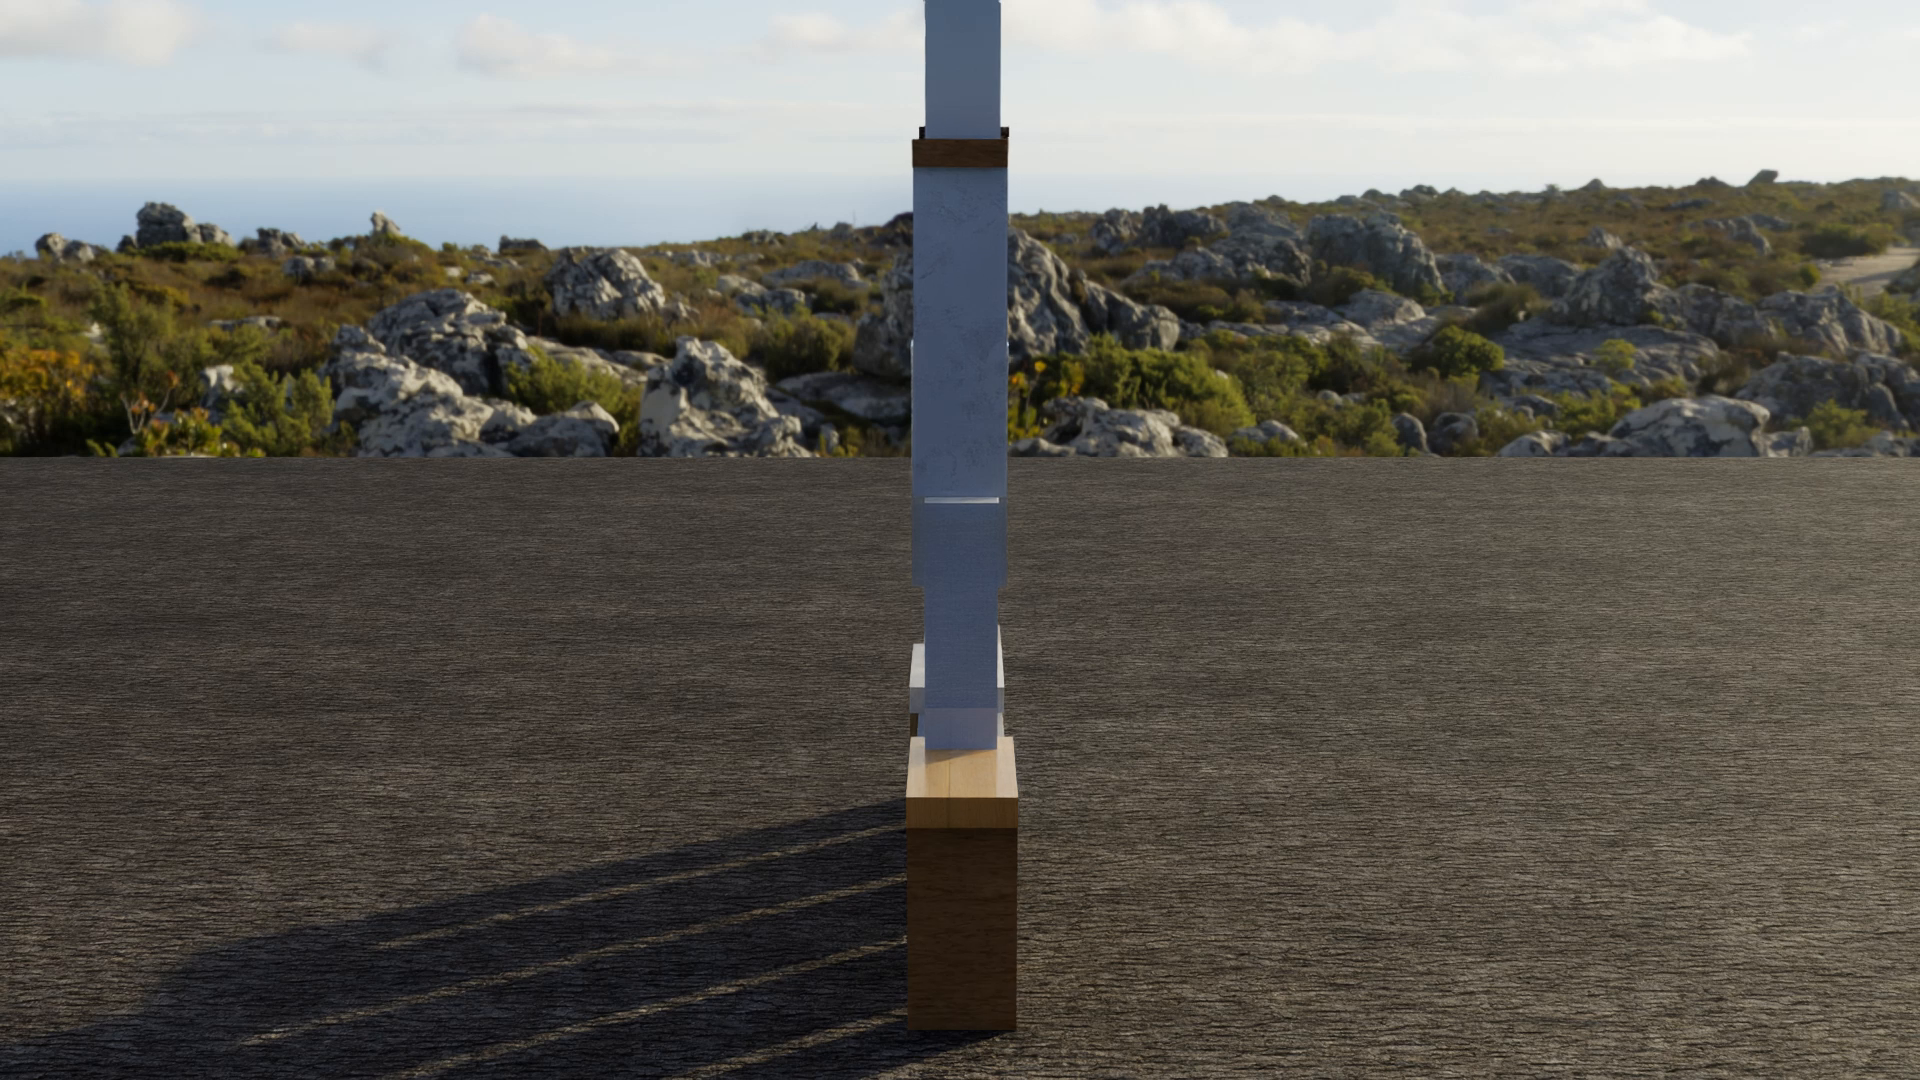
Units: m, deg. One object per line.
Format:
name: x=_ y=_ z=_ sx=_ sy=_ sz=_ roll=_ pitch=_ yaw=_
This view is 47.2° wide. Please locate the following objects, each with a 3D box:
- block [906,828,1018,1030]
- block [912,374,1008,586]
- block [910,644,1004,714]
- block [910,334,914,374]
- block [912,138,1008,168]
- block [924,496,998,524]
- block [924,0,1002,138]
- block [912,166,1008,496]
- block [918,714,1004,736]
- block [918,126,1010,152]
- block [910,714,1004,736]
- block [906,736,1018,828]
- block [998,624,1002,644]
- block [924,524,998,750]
block: x=0.003 y=0.538 z=3.105 sx=0.154 sy=0.308 sz=0.044 roll=0 pitch=11 yaw=0
block: x=-0.001 y=-0.096 z=3.431 sx=0.149 sy=0.337 sz=0.042 roll=0 pitch=10 yaw=0
block: x=-0.005 y=0.234 z=3.758 sx=0.156 sy=0.044 sz=0.311 roll=0 pitch=11 yaw=0
block: x=-0.001 y=-0.301 z=3.495 sx=0.149 sy=0.042 sz=0.298 roll=0 pitch=11 yaw=0
block: x=0.000 y=-0.571 z=3.238 sx=0.136 sy=0.039 sz=0.272 roll=0 pitch=11 yaw=0
block: x=0.002 y=-0.058 z=3.274 sx=0.107 sy=0.030 sz=0.214 roll=0 pitch=11 yaw=0
block: x=0.004 y=-0.713 z=3.280 sx=0.113 sy=0.226 sz=0.032 roll=0 pitch=11 yaw=0
block: x=0.000 y=-0.301 z=3.195 sx=0.136 sy=0.476 sz=0.039 roll=0 pitch=10 yaw=0
block: x=0.001 y=0.328 z=3.472 sx=0.137 sy=0.039 sz=0.274 roll=0 pitch=11 yaw=0
block: x=0.005 y=-0.664 z=3.646 sx=0.144 sy=0.041 sz=0.288 roll=0 pitch=10 yaw=-1
block: x=-0.005 y=0.428 z=3.688 sx=0.156 sy=0.311 sz=0.044 roll=0 pitch=11 yaw=0
block: x=0.003 y=0.347 z=3.174 sx=0.154 sy=0.044 sz=0.308 roll=0 pitch=11 yaw=0
block: x=0.004 y=0.208 z=4.060 sx=0.142 sy=0.040 sz=0.284 roll=0 pitch=11 yaw=0
block: x=0.002 y=0.138 z=3.237 sx=0.107 sy=0.343 sz=0.030 roll=0 pitch=10 yaw=0
